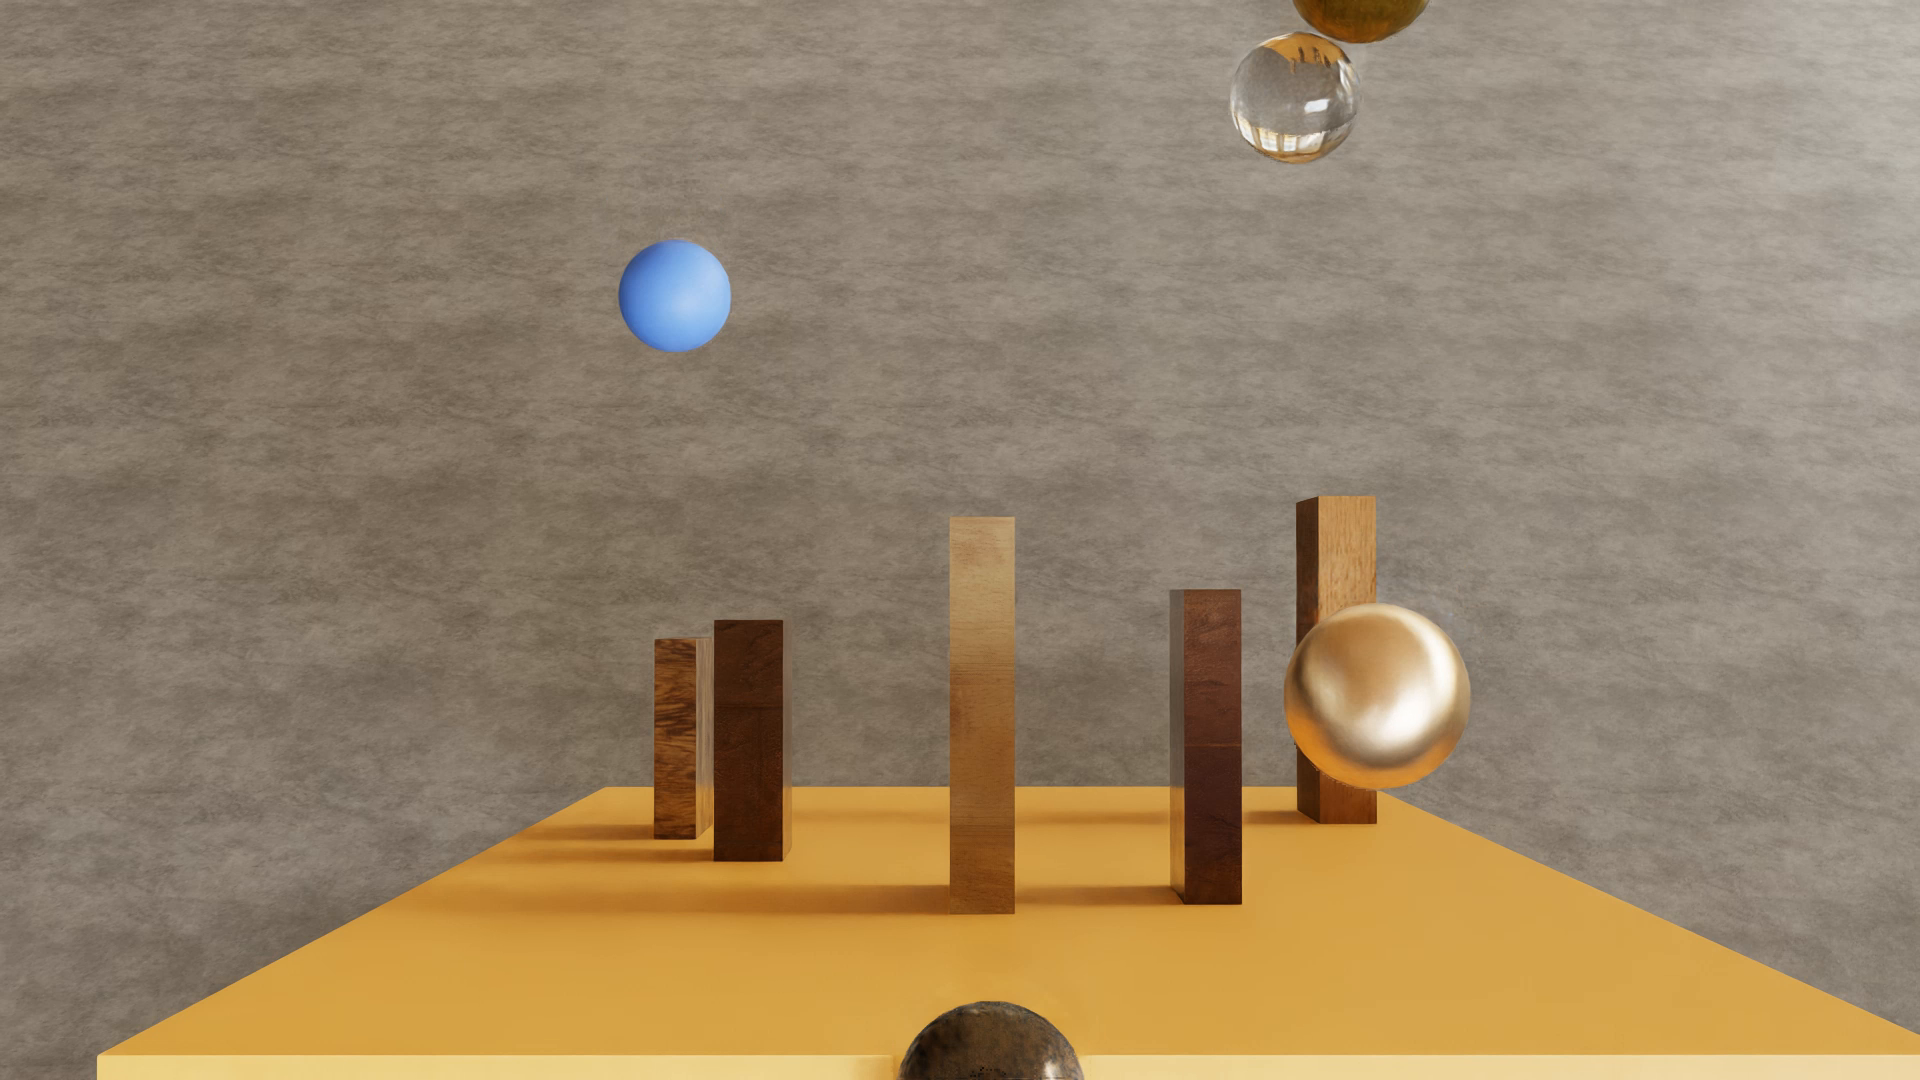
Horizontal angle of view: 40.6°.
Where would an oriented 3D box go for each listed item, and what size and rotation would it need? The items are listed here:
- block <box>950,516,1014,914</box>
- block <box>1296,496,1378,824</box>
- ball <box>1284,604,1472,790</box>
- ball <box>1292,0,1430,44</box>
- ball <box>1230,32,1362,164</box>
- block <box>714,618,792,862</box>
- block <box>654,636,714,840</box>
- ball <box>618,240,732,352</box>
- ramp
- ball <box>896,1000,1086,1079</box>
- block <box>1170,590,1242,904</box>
[{"bbox_3d":[0.034,0.277,4.246,0.101,0.617,0.420,0,-1,0],"label":"block"},{"bbox_3d":[0.846,0.266,5.851,0.125,0.715,0.379,0,-1,0],"label":"block"},{"bbox_3d":[0.438,0.164,2.728,0.195,0.195,0.195,0,34,0],"label":"ball"},{"bbox_3d":[0.352,-0.503,2.272,0.135,0.135,0.135,0,34,0],"label":"ball"},{"bbox_3d":[0.289,-0.381,2.236,0.113,0.113,0.113,0,34,0],"label":"ball"},{"bbox_3d":[-0.395,0.378,4.980,0.129,0.451,0.266,0,-1,0],"label":"block"},{"bbox_3d":[-0.581,0.411,5.477,0.085,0.408,0.371,0,-1,0],"label":"block"},{"bbox_3d":[-0.291,-0.249,2.650,0.115,0.115,0.115,0,34,0],"label":"ball"},{"bbox_3d":[0.075,0.649,4.780,2.000,0.100,4.000,0,-1,0],"label":"ramp"},{"bbox_3d":[0.032,0.575,2.676,0.198,0.198,0.198,0,34,0],"label":"ball"},{"bbox_3d":[0.406,0.335,4.306,0.092,0.505,0.290,0,-1,0],"label":"block"}]
